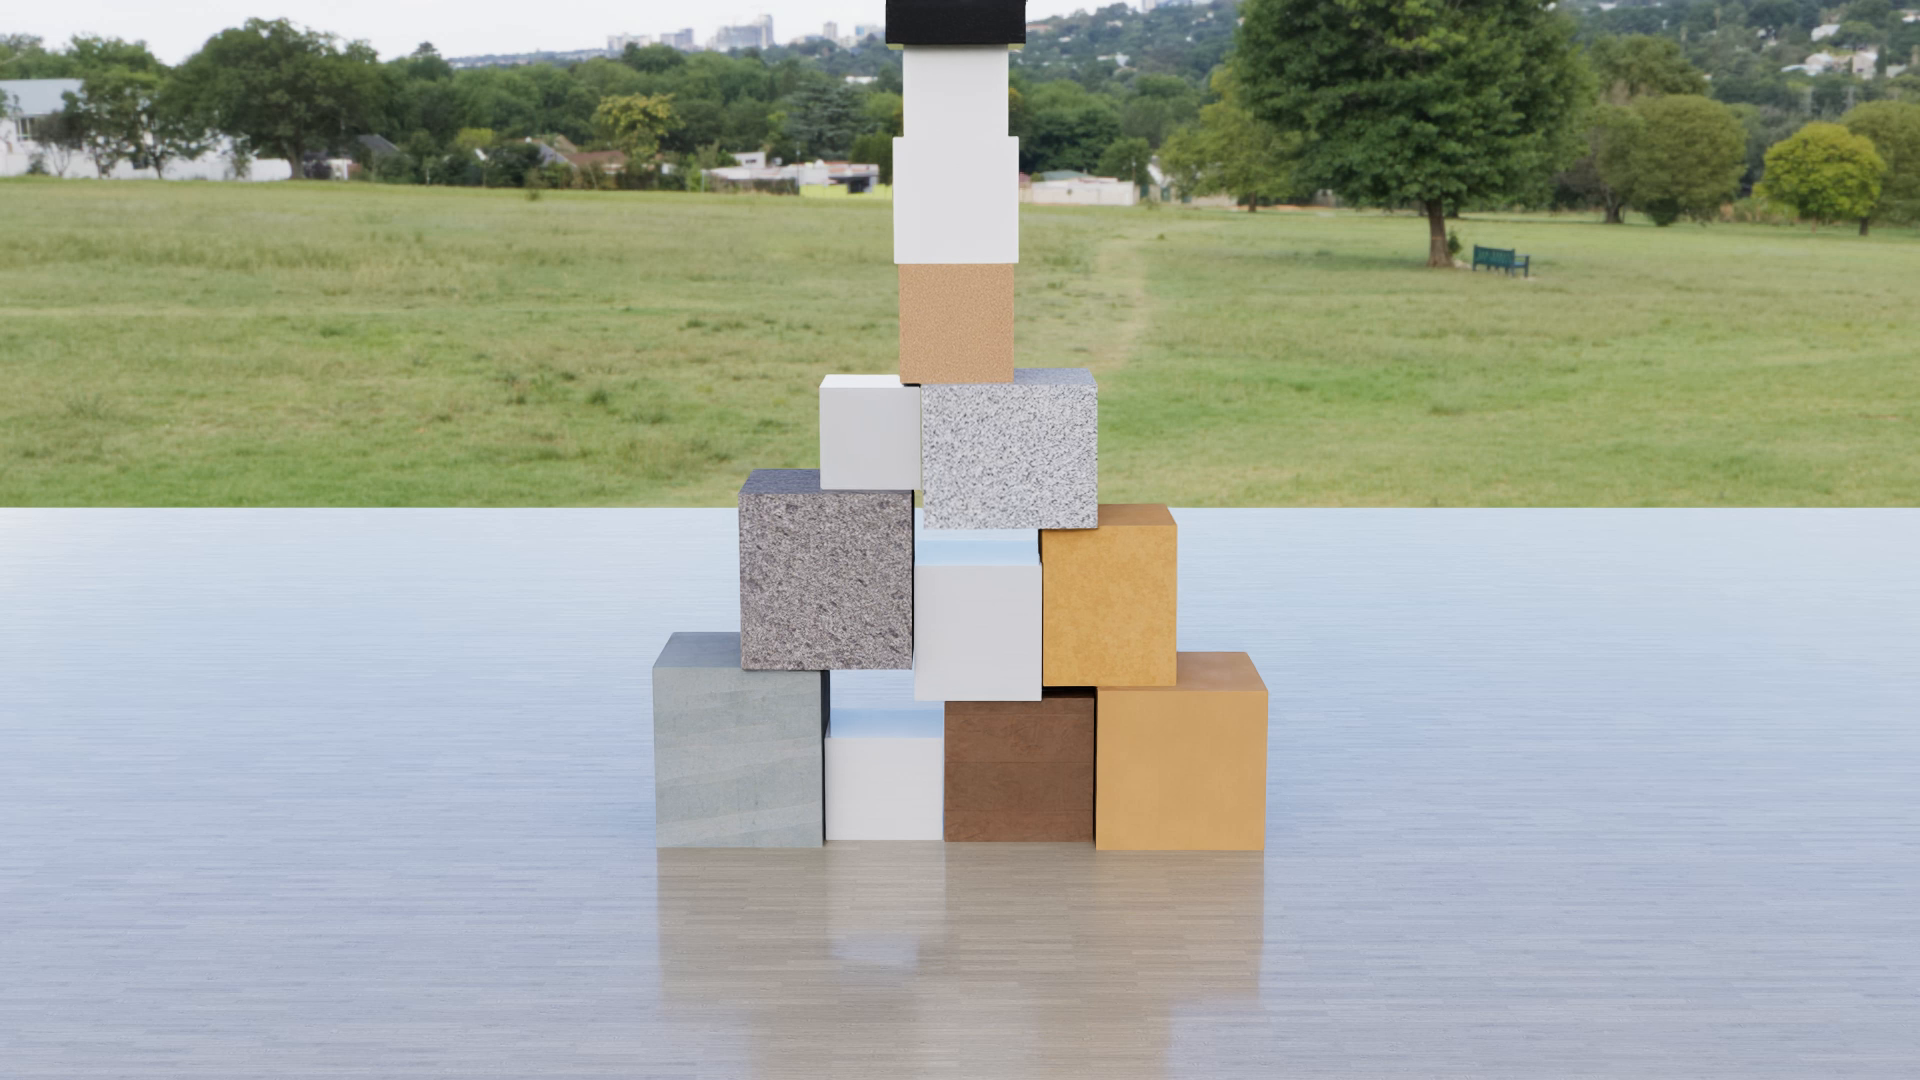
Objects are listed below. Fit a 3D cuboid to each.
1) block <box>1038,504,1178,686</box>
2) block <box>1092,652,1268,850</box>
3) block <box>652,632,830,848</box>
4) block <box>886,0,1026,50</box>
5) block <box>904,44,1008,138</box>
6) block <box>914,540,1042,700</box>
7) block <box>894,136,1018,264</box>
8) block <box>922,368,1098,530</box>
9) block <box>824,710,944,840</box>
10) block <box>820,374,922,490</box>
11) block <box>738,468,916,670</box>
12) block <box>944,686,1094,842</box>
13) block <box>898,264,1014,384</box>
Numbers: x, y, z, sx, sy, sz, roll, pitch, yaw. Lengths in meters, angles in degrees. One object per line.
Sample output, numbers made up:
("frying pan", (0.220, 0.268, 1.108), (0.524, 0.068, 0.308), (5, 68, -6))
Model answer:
("block", (0.743, 0.269, 11.230), (0.665, 0.811, 0.665), (-1, 10, 0))
("block", (1.104, 1.074, 11.367), (0.844, 0.820, 0.856), (0, 10, 0))
("block", (-1.109, 1.016, 11.381), (0.834, 0.928, 0.810), (0, 10, 0))
("block", (-0.022, -2.695, 10.705), (0.664, 0.576, 0.686), (0, 10, 0))
("block", (-0.021, -2.197, 10.790), (0.502, 0.434, 0.493), (0, 10, 0))
("block", (0.089, 0.401, 11.251), (0.632, 0.686, 0.696), (0, 10, 0))
("block", (-0.019, -1.687, 10.874), (0.601, 0.601, 0.556), (0, 10, 0))
("block", (0.242, -0.471, 11.093), (0.851, 0.706, 0.793), (-1, 10, 0))
("block", (-0.385, 1.210, 11.415), (0.594, 0.535, 0.571), (0, 10, 0))
("block", (-0.437, -0.550, 11.082), (0.500, 0.505, 0.583), (0, 10, 0))
("block", (-0.659, 0.133, 11.193), (0.842, 0.878, 0.840), (0, 10, 0))
("block", (0.297, 1.104, 11.397), (0.751, 0.750, 0.642), (0, 10, 0))
("block", (-0.017, -1.103, 10.968), (0.558, 0.582, 0.539), (0, 10, 0))
